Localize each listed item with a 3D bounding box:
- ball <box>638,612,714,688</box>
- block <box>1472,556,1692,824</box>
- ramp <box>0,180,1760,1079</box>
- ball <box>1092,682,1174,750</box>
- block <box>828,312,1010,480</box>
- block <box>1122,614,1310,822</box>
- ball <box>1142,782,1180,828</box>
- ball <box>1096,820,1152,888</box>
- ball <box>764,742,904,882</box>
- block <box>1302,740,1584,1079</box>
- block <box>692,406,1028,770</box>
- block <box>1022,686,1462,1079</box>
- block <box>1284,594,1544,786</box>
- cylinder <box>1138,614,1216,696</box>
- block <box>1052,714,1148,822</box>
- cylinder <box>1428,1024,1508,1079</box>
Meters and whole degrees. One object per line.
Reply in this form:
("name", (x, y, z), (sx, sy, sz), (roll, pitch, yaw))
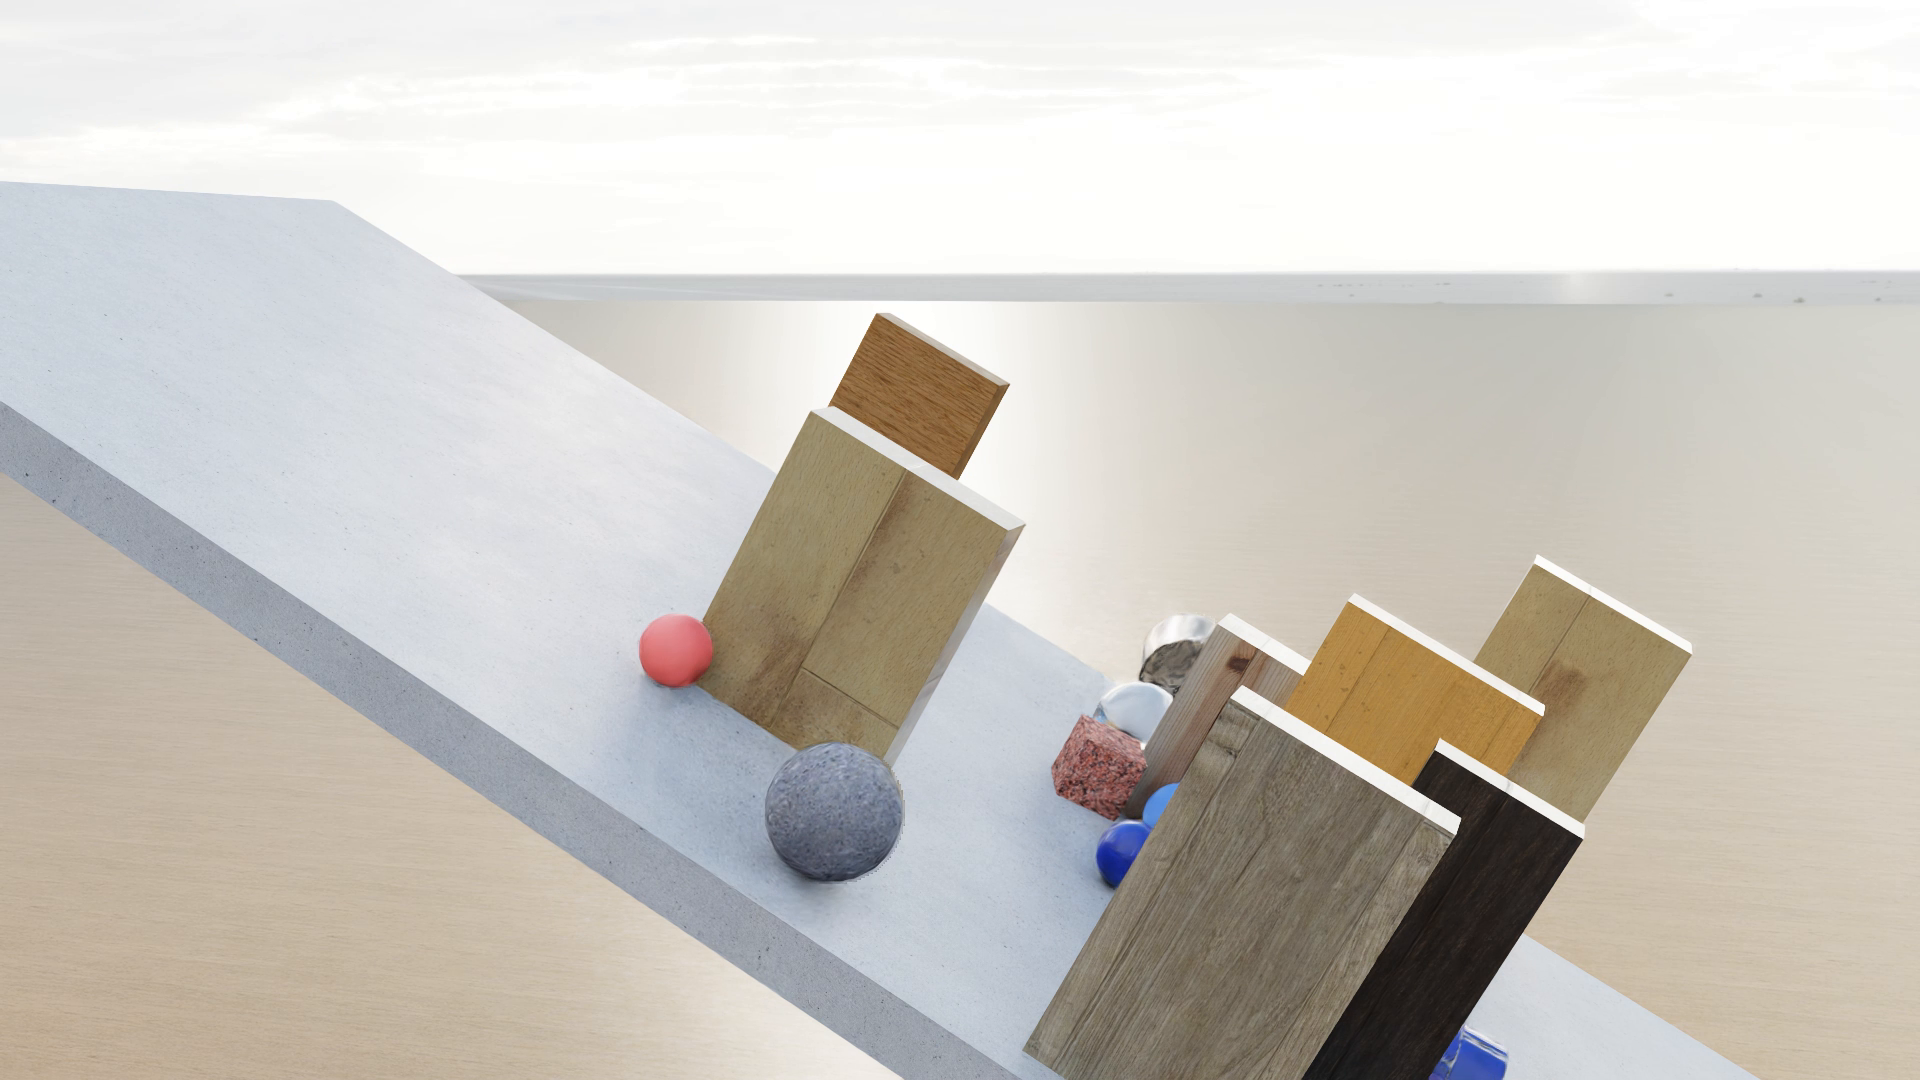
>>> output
("ball", (-0.476, 0.184, 3.685), (0.124, 0.124, 0.124), (0, 7, 0))
("block", (1.183, 0.446, 4.650), (0.361, 0.739, 0.140), (31, 15, 11))
("ramp", (-0.202, 0.334, 4.137), (4.000, 0.100, 2.000), (31, 15, 11))
("ball", (0.361, 0.382, 4.437), (0.191, 0.191, 0.191), (0, 7, 0))
("block", (-0.160, -0.168, 4.650), (0.305, 0.543, 0.087), (31, 15, 11))
("block", (0.578, 0.431, 4.216), (0.407, 0.418, 0.136), (31, 15, 11))
("ball", (0.413, 0.528, 4.132), (0.141, 0.141, 0.141), (0, 7, 0))
("ball", (0.300, 0.554, 3.863), (0.125, 0.125, 0.125), (0, 7, 0))
("ball", (-0.189, 0.406, 3.286), (0.207, 0.207, 0.207), (0, 7, 0))
("block", (0.665, 0.626, 3.303), (0.243, 0.615, 0.081), (31, 15, 11))
("block", (-0.188, 0.099, 3.722), (0.390, 0.518, 0.114), (31, 15, 11))
("block", (0.386, 0.552, 3.061), (0.346, 0.601, 0.094), (31, 15, 11))
("block", (0.713, 0.464, 3.946), (0.385, 0.620, 0.096), (31, 15, 11))
("cylinder", (0.510, 0.295, 4.938), (0.210, 0.210, 0.210), (1, 14, 7))
("block", (0.265, 0.435, 4.206), (0.127, 0.127, 0.127), (26, 14, -10))
("cylinder", (0.768, 0.859, 3.581), (0.176, 0.176, 0.176), (29, 9, 2))
